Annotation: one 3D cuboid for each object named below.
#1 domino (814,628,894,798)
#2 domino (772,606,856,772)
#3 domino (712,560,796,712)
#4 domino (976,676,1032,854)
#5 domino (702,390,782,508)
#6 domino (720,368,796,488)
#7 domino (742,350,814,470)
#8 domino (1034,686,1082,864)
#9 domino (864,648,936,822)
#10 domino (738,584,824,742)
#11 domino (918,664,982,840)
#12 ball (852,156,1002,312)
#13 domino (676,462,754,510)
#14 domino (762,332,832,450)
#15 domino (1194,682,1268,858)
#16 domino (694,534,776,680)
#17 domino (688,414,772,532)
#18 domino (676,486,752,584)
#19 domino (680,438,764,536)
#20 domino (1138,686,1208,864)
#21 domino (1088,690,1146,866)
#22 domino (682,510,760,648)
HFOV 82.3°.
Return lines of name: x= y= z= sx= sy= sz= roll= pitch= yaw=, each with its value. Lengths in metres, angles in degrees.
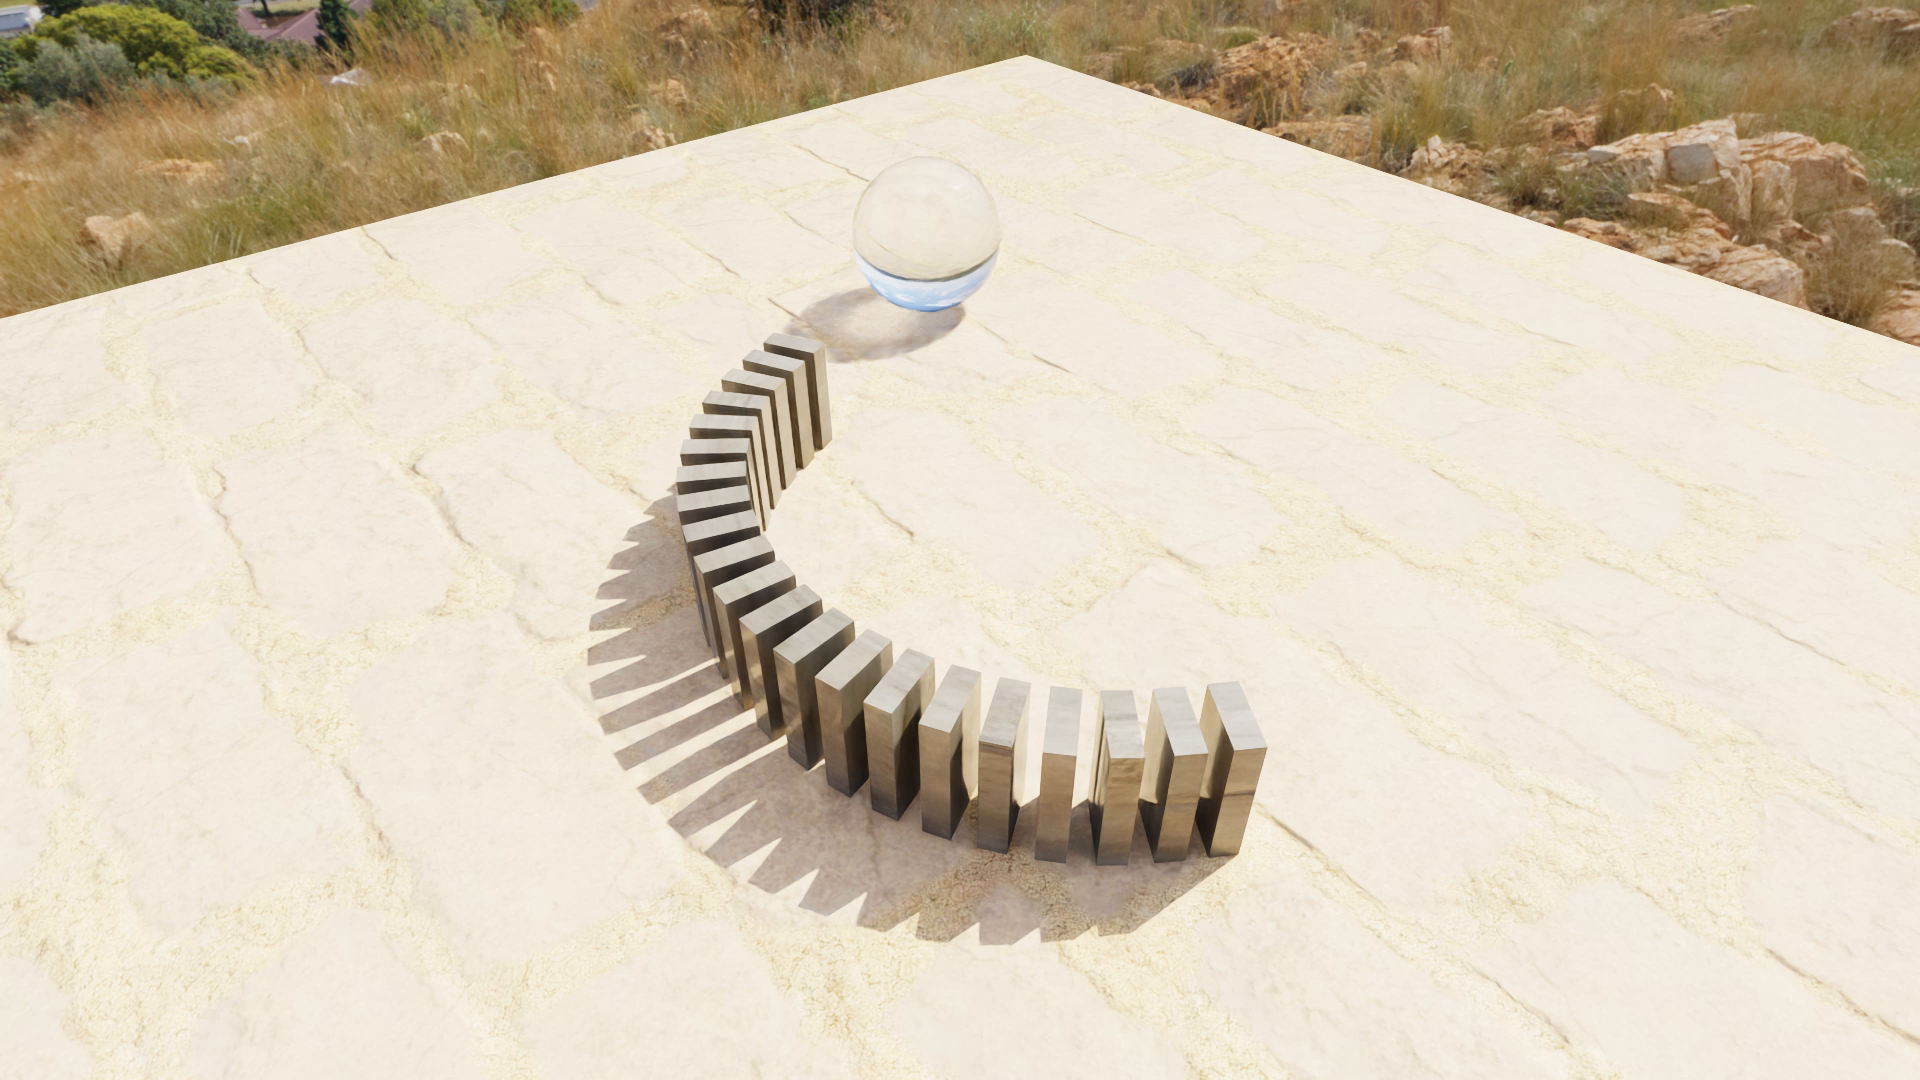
domino: x=-0.032 y=0.055 z=0.345 sx=0.010 sy=0.050 sz=0.025 roll=24 pitch=45 yaw=26
domino: x=-0.045 y=0.048 z=0.353 sx=0.009 sy=0.050 sz=0.025 roll=29 pitch=48 yaw=31
domino: x=-0.067 y=0.033 z=0.372 sx=0.025 sy=0.050 sz=0.010 roll=-24 pitch=45 yaw=-27
domino: x=0.013 y=0.068 z=0.329 sx=0.010 sy=0.050 sz=0.025 roll=10 pitch=40 yaw=12
domino: x=-0.090 y=-0.037 z=0.457 sx=0.025 sy=0.050 sz=0.009 roll=7 pitch=40 yaw=9
domino: x=-0.085 y=-0.047 z=0.469 sx=0.025 sy=0.050 sz=0.010 roll=13 pitch=41 yaw=16
domino: x=-0.079 y=-0.057 z=0.481 sx=0.025 sy=0.050 sz=0.009 roll=16 pitch=42 yaw=19
domino: x=0.029 y=0.070 z=0.326 sx=0.010 sy=0.050 sz=0.025 roll=5 pitch=40 yaw=7
domino: x=-0.018 y=0.060 z=0.338 sx=0.009 sy=0.050 sz=0.025 roll=19 pitch=43 yaw=22
domino: x=-0.056 y=0.041 z=0.362 sx=0.025 sy=0.050 sz=0.009 roll=-29 pitch=48 yaw=-31
domino: x=-0.003 y=0.065 z=0.333 sx=0.009 sy=0.050 sz=0.025 roll=14 pitch=41 yaw=16
ball: x=-0.018 y=-0.162 z=0.586 sx=0.080 sy=0.080 sz=0.080 roll=0 pitch=39 yaw=0
domino: x=-0.091 y=-0.006 z=0.419 sx=0.025 sy=0.050 sz=0.010 roll=-6 pitch=40 yaw=-7
domino: x=-0.072 y=-0.066 z=0.492 sx=0.025 sy=0.050 sz=0.010 roll=14 pitch=41 yaw=17
domino: x=0.078 y=0.069 z=0.327 sx=0.010 sy=0.050 sz=0.025 roll=-5 pitch=40 yaw=-6
domino: x=-0.075 y=0.024 z=0.382 sx=0.025 sy=0.050 sz=0.009 roll=-19 pitch=43 yaw=-22
domino: x=-0.092 y=-0.027 z=0.444 sx=0.025 sy=0.050 sz=0.010 roll=3 pitch=39 yaw=3
domino: x=-0.088 y=0.004 z=0.406 sx=0.025 sy=0.050 sz=0.009 roll=-10 pitch=40 yaw=-12
domino: x=-0.093 y=-0.016 z=0.431 sx=0.025 sy=0.050 sz=0.009 roll=-1 pitch=39 yaw=-1
domino: x=0.062 y=0.070 z=0.326 sx=0.009 sy=0.050 sz=0.025 roll=-4 pitch=39 yaw=-5
domino: x=0.046 y=0.071 z=0.325 sx=0.010 sy=0.050 sz=0.025 roll=-1 pitch=39 yaw=-1
domino: x=-0.082 y=0.014 z=0.394 sx=0.025 sy=0.050 sz=0.009 roll=-14 pitch=41 yaw=-17
